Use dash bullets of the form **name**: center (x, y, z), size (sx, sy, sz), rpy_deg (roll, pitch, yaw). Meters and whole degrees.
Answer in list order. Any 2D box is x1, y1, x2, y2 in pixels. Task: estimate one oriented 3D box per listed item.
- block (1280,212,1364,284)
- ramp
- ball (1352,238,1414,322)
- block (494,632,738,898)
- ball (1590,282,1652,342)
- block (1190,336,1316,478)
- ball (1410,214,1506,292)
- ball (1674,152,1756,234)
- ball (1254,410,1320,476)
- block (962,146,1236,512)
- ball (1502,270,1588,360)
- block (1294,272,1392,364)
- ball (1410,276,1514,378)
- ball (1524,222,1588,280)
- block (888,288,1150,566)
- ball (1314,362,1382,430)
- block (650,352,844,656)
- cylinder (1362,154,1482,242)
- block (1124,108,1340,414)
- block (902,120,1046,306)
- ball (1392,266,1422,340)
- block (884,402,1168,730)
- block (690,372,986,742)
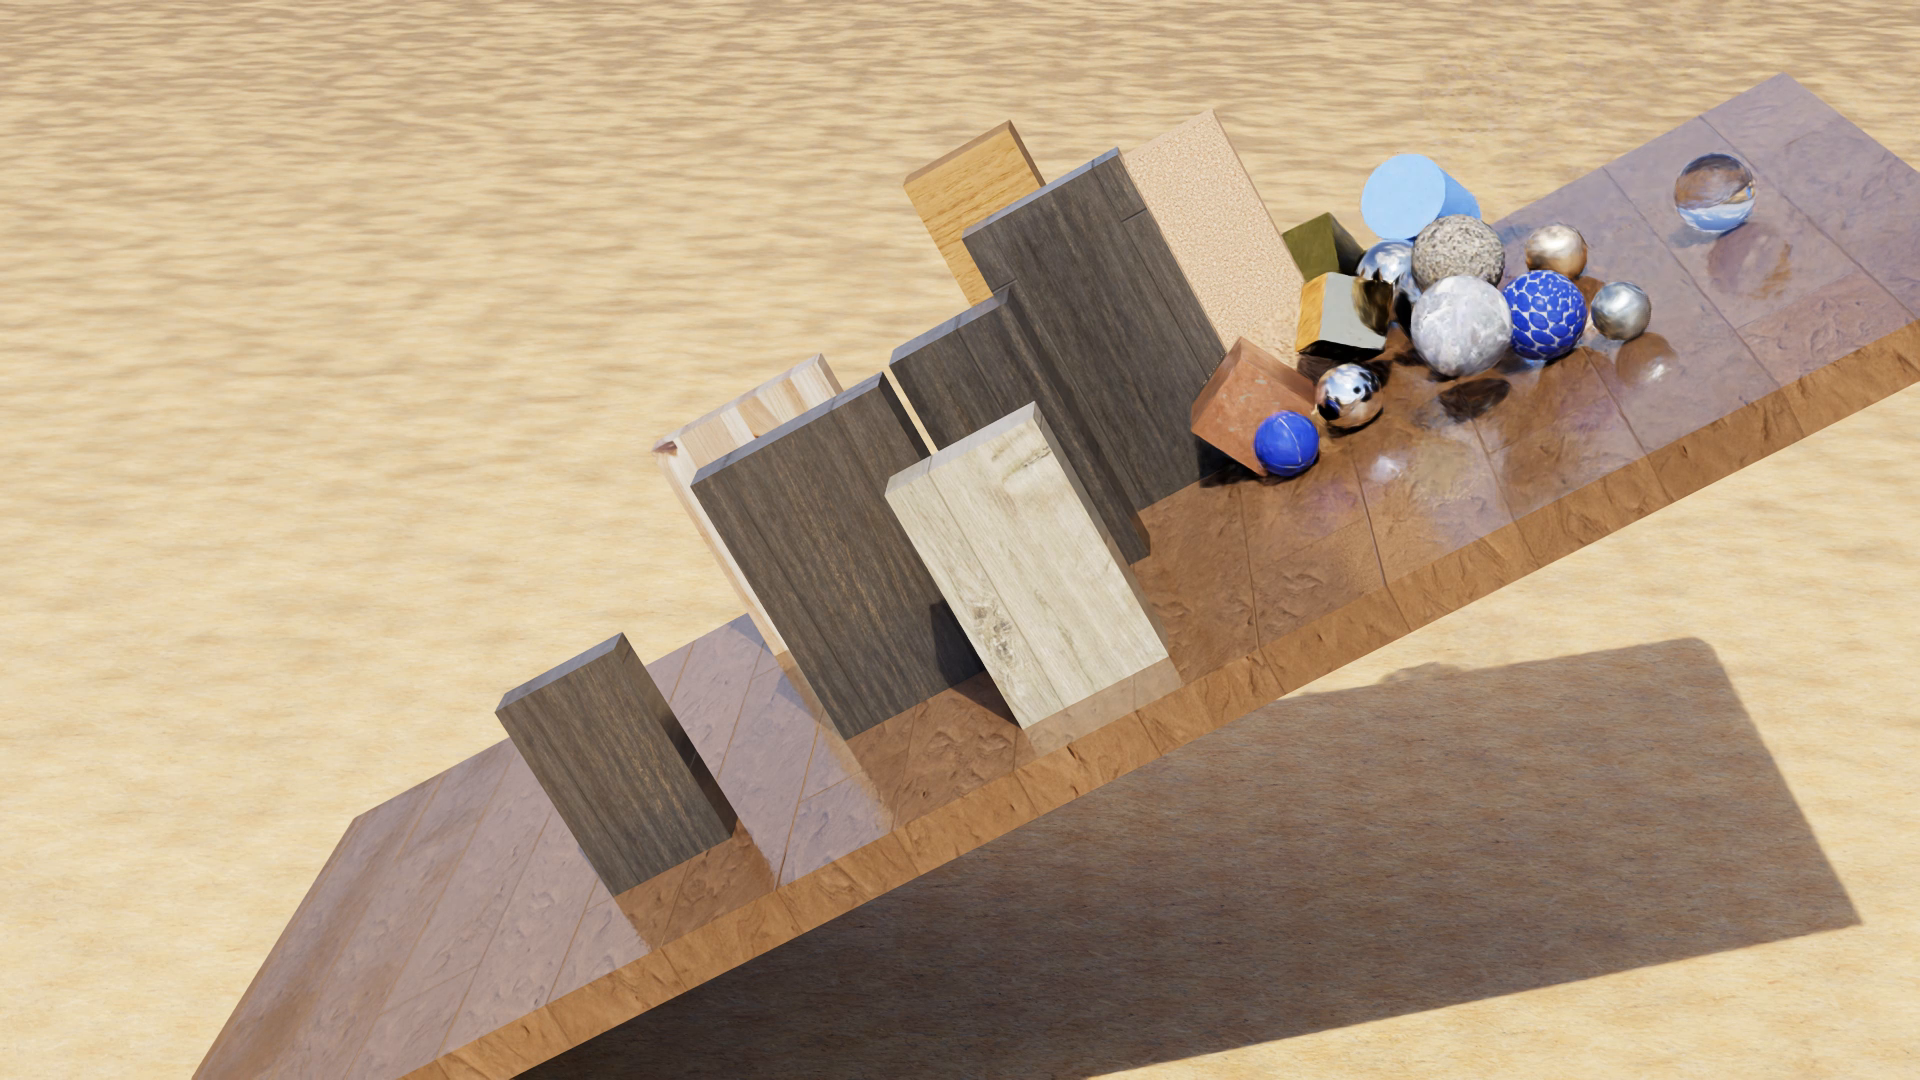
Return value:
- **block**: center (0.823, -0.594, 6.767), size (0.192, 0.192, 0.192), rpy_deg (-24, 51, 25)
- **ramp**: center (0.142, 0.167, 6.283), size (4.000, 0.100, 2.000), rpy_deg (-27, 14, 11)
- **ball**: center (0.974, -0.583, 6.598), size (0.186, 0.186, 0.186), rpy_deg (0, 18, 0)
- **block**: center (-0.680, 0.448, 5.846), size (0.277, 0.450, 0.104), rpy_deg (-27, 14, 11)
- **ball**: center (1.272, -0.440, 5.660), size (0.115, 0.115, 0.115), rpy_deg (0, 18, 0)
- **block**: center (0.612, -0.280, 6.151), size (0.185, 0.185, 0.185), rpy_deg (32, 19, -6)
- **ball**: center (1.016, -0.569, 6.005), size (0.191, 0.191, 0.191), rpy_deg (0, 18, 0)
- **ball**: center (1.526, -0.702, 5.947), size (0.162, 0.162, 0.162), rpy_deg (0, 18, 0)
- **ball**: center (0.666, -0.197, 6.001), size (0.134, 0.134, 0.134), rpy_deg (0, 18, 0)
- **block**: center (0.341, -0.438, 6.302), size (0.374, 0.708, 0.097), rpy_deg (-27, 14, 11)
- **ball**: center (1.144, -0.443, 5.793), size (0.179, 0.179, 0.179), rpy_deg (0, 18, 0)
- **block**: center (0.806, -0.466, 6.185), size (0.146, 0.146, 0.146), rpy_deg (10, -9, -13)
- **ball**: center (0.960, -0.409, 5.634), size (0.195, 0.195, 0.195), rpy_deg (0, 18, 0)
- **ball**: center (1.259, -0.604, 6.212), size (0.131, 0.131, 0.131), rpy_deg (0, 18, 0)
- **block**: center (0.127, -0.181, 6.061), size (0.275, 0.607, 0.132), rpy_deg (-27, 14, 11)
- **ball**: center (0.802, -0.298, 6.065), size (0.139, 0.139, 0.139), rpy_deg (0, 18, 0)
- **block**: center (-0.376, -0.079, 6.803), size (0.444, 0.565, 0.093), rpy_deg (-27, 14, 11)
- **cylinder**: center (1.065, -0.758, 6.790), size (0.208, 0.208, 0.208), rpy_deg (13, -6, 35)
- **block**: center (0.540, -0.539, 6.317), size (0.365, 0.675, 0.097), rpy_deg (-27, 14, 11)
- **block**: center (0.184, -0.571, 6.916), size (0.278, 0.783, 0.127), rpy_deg (-27, 14, 11)
- **ball**: center (1.015, -0.501, 6.201), size (0.204, 0.204, 0.204), rpy_deg (0, 18, 0)
- **block**: center (0.127, 0.049, 5.452), size (0.309, 0.519, 0.116), rpy_deg (-27, 14, 11)
- **block**: center (-0.195, 0.036, 5.938), size (0.433, 0.618, 0.117), rpy_deg (-27, 14, 11)
